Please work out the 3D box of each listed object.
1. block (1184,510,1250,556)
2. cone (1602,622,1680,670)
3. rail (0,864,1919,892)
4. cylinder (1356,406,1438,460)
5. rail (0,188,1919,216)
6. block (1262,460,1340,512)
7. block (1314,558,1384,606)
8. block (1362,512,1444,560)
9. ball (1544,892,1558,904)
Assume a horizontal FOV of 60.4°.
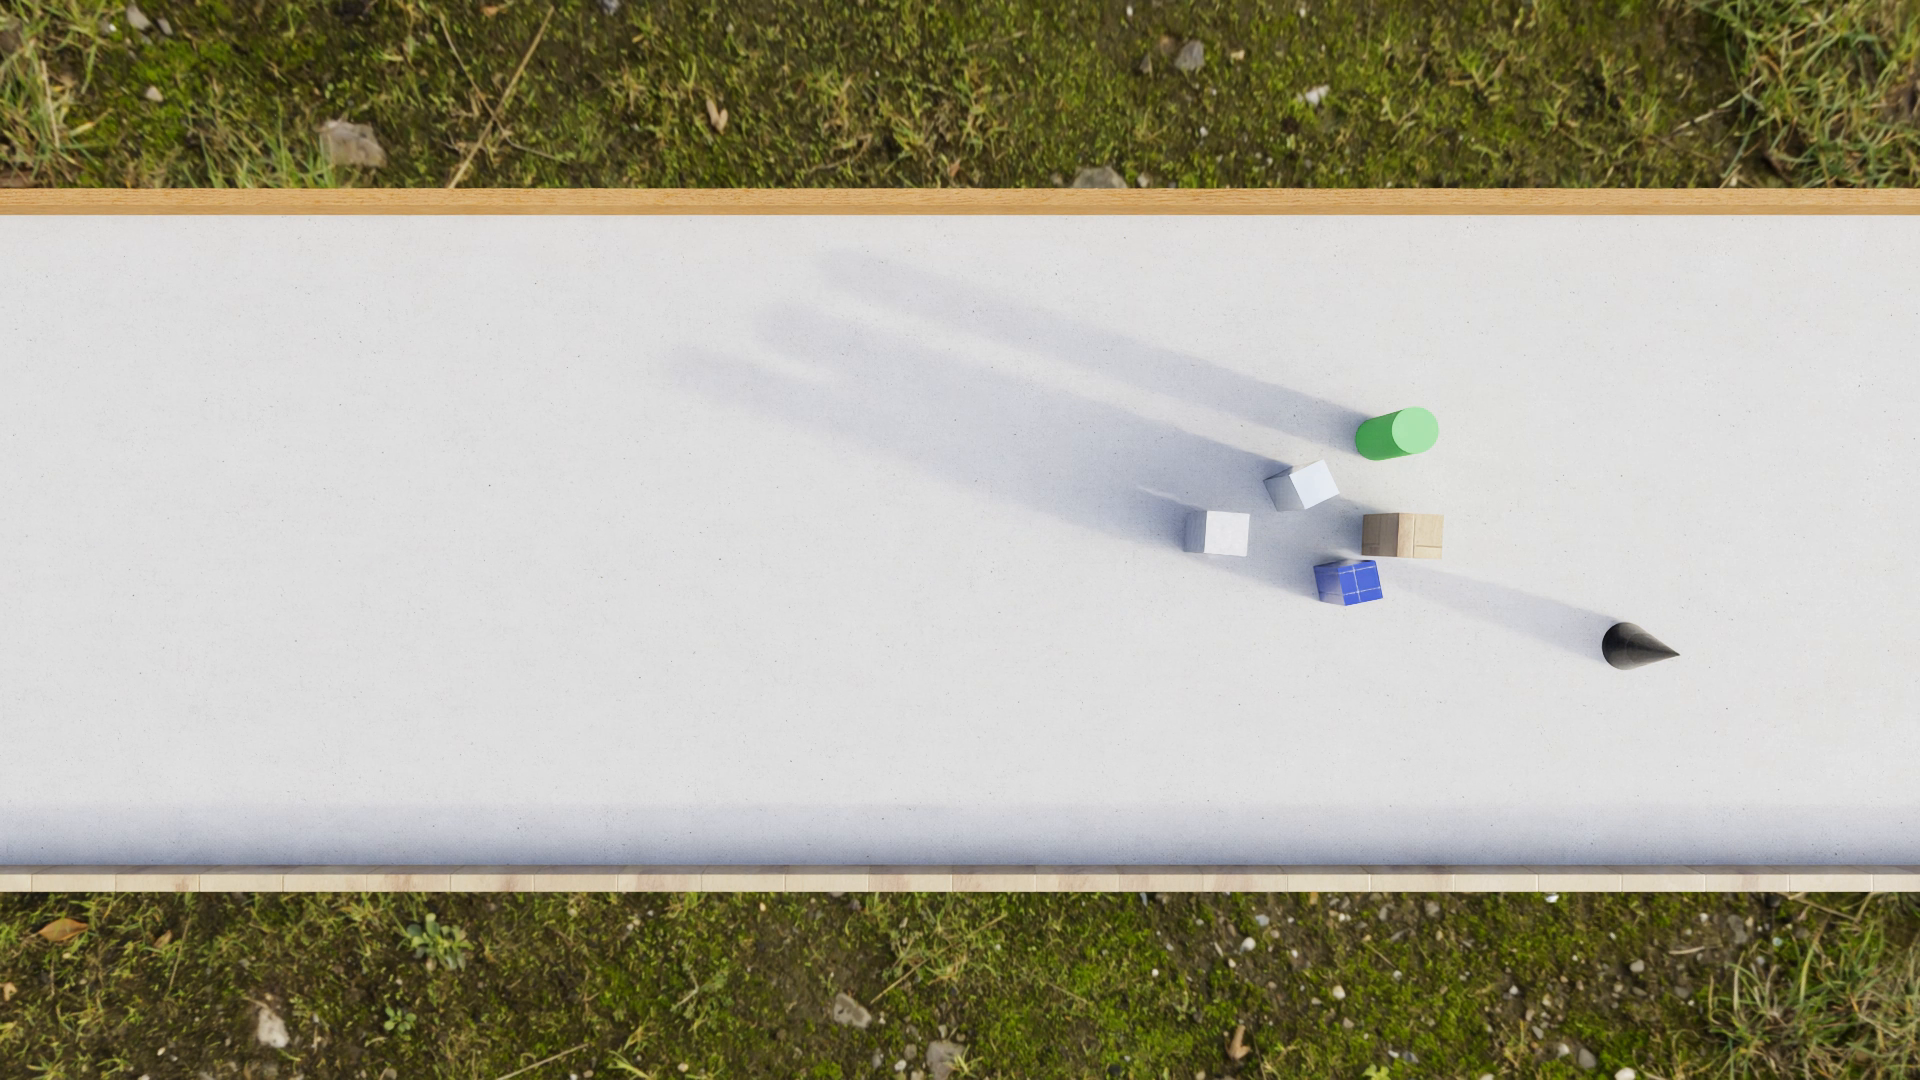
[{"bbox_3d":[0.753,-0.018,4.866,0.119,0.421,0.119,4,90,0],"label":"block"},{"bbox_3d":[2.049,0.327,4.882,0.149,0.389,0.149,0,90,0],"label":"cone"},{"bbox_3d":[-2.247,1.025,5.001,12.000,0.150,0.050,0,90,0],"label":"rail"},{"bbox_3d":[1.282,-0.309,4.860,0.132,0.434,0.132,0,90,0],"label":"cylinder"},{"bbox_3d":[-2.247,-1.025,5.002,12.000,0.150,0.050,0,90,0],"label":"rail"},{"bbox_3d":[1.002,-0.158,4.869,0.107,0.414,0.107,-25,90,0],"label":"block"},{"bbox_3d":[1.153,0.124,4.912,0.112,0.329,0.112,-12,90,0],"label":"block"},{"bbox_3d":[1.301,-0.011,4.867,0.126,0.418,0.126,3,90,0],"label":"block"},{"bbox_3d":[8.077,4.872,22.551,0.187,0.187,0.187,0,90,0],"label":"ball"}]
